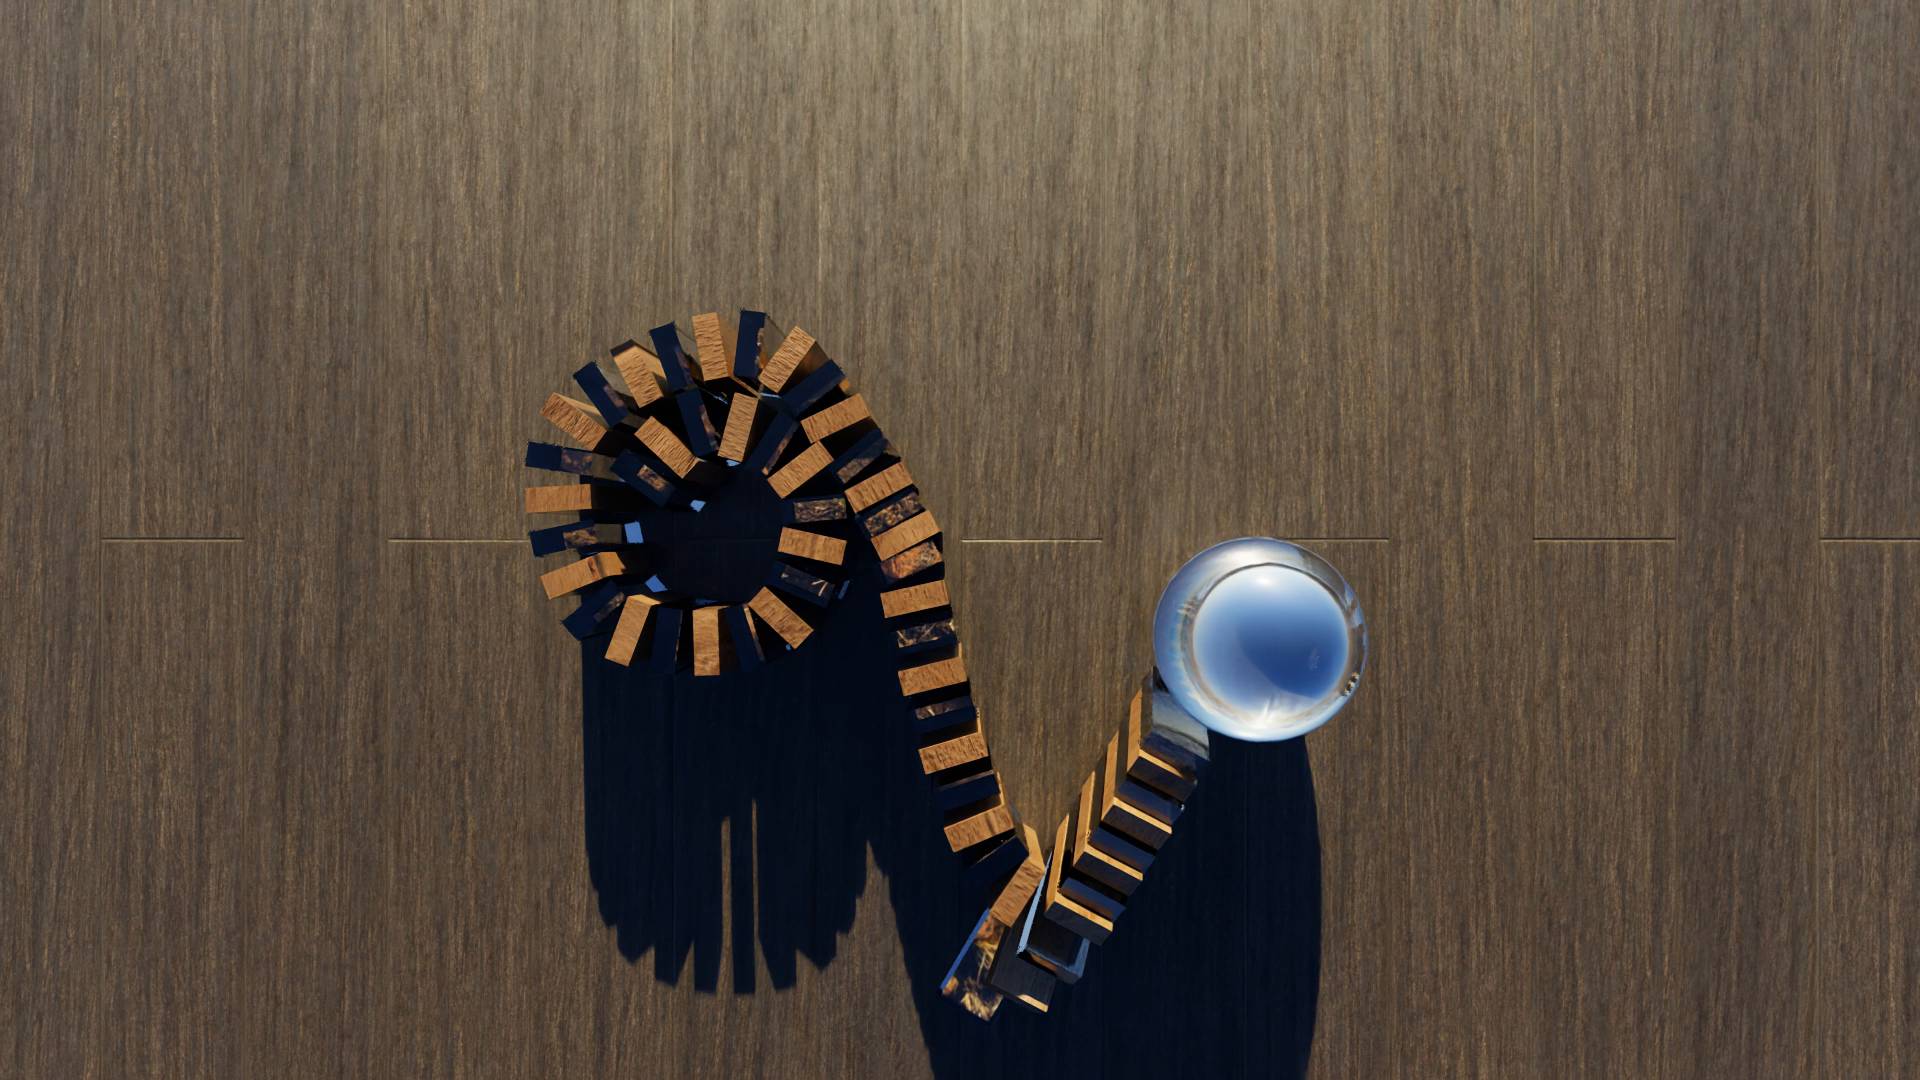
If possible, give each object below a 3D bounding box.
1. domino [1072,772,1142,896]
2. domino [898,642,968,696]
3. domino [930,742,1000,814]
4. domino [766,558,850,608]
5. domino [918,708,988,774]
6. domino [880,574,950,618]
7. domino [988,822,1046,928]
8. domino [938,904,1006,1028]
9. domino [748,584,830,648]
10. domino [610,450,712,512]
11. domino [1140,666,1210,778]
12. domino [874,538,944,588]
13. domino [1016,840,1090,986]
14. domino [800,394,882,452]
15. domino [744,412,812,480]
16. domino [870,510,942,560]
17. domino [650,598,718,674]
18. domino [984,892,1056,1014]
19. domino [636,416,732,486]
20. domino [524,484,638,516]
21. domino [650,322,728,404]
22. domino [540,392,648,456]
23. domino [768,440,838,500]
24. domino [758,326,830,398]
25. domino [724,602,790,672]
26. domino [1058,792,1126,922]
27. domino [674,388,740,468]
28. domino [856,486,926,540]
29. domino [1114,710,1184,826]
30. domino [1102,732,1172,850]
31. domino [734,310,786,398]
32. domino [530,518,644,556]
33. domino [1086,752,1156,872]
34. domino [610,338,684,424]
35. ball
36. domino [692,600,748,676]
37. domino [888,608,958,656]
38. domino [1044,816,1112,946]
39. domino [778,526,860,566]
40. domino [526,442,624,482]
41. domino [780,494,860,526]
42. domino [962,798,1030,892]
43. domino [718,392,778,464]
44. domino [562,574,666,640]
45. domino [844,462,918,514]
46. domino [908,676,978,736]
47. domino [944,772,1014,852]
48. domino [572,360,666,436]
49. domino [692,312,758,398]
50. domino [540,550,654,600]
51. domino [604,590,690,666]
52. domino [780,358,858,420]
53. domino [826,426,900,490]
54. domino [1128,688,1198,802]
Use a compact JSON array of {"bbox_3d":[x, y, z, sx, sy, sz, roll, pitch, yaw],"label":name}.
[{"bbox_3d":[0.062,0.119,0.375,0.025,0.050,0.009,27,115,0],"label":"domino"},{"bbox_3d":[-0.010,0.052,0.375,0.025,0.050,0.009,-14,90,0],"label":"domino"},{"bbox_3d":[0.002,0.096,0.375,0.025,0.050,0.009,-18,90,0],"label":"domino"},{"bbox_3d":[-0.061,0.017,0.375,0.025,0.050,0.009,23,90,0],"label":"domino"},{"bbox_3d":[-0.002,0.081,0.375,0.025,0.050,0.010,-17,90,0],"label":"domino"},{"bbox_3d":[-0.017,0.022,0.375,0.025,0.050,0.009,-12,90,0],"label":"domino"},{"bbox_3d":[0.022,0.135,0.375,0.010,0.050,0.025,32,90,0],"label":"domino"},{"bbox_3d":[0.014,0.180,0.395,0.025,0.009,0.050,31,90,0],"label":"domino"},{"bbox_3d":[-0.069,0.030,0.375,0.025,0.050,0.010,43,90,0],"label":"domino"},{"bbox_3d":[-0.121,-0.023,0.375,0.025,0.050,0.009,36,90,0],"label":"domino"},{"bbox_3d":[0.088,0.073,0.375,0.025,0.050,0.009,27,115,0],"label":"domino"},{"bbox_3d":[-0.020,0.009,0.375,0.025,0.050,0.010,-24,90,0],"label":"domino"},{"bbox_3d":[0.043,0.153,0.378,0.025,0.050,0.010,28,133,0],"label":"domino"},{"bbox_3d":[-0.048,-0.046,0.375,0.025,0.050,0.009,-26,90,0],"label":"domino"},{"bbox_3d":[-0.072,-0.036,0.375,0.009,0.050,0.025,33,90,0],"label":"domino"},{"bbox_3d":[-0.021,-0.002,0.375,0.025,0.050,0.009,-27,90,0],"label":"domino"},{"bbox_3d":[-0.112,0.038,0.375,0.010,0.050,0.025,8,90,0],"label":"domino"},{"bbox_3d":[0.031,0.166,0.382,0.025,0.009,0.050,28,55,0],"label":"domino"},{"bbox_3d":[-0.112,-0.035,0.375,0.025,0.050,0.009,43,90,0],"label":"domino"},{"bbox_3d":[-0.154,-0.016,0.375,0.025,0.050,0.009,-4,90,0],"label":"domino"},{"bbox_3d":[-0.110,-0.070,0.375,0.010,0.050,0.025,-20,90,0],"label":"domino"},{"bbox_3d":[-0.148,-0.045,0.375,0.025,0.050,0.010,36,90,0],"label":"domino"},{"bbox_3d":[-0.061,-0.027,0.375,0.025,0.050,0.009,-37,90,0],"label":"domino"},{"bbox_3d":[-0.066,-0.069,0.375,0.010,0.050,0.025,36,90,0],"label":"domino"},{"bbox_3d":[-0.082,0.037,0.375,0.010,0.050,0.025,-18,90,0],"label":"domino"},{"bbox_3d":[0.056,0.129,0.376,0.025,0.050,0.010,28,117,0],"label":"domino"},{"bbox_3d":[-0.100,-0.045,0.375,0.010,0.050,0.025,-18,90,0],"label":"domino"},{"bbox_3d":[-0.027,-0.010,0.375,0.025,0.050,0.009,-31,90,0],"label":"domino"},{"bbox_3d":[0.078,0.092,0.375,0.025,0.050,0.009,27,115,0],"label":"domino"},{"bbox_3d":[0.073,0.101,0.375,0.025,0.050,0.009,27,115,0],"label":"domino"},{"bbox_3d":[-0.080,-0.075,0.375,0.010,0.050,0.025,7,90,0],"label":"domino"},{"bbox_3d":[-0.151,-0.001,0.375,0.025,0.050,0.009,-12,90,0],"label":"domino"},{"bbox_3d":[0.067,0.110,0.375,0.025,0.050,0.010,27,115,0],"label":"domino"},{"bbox_3d":[-0.124,-0.064,0.375,0.009,0.050,0.025,-28,90,0],"label":"domino"},{"bbox_3d":[0.116,0.039,0.360,0.080,0.080,0.080,0,90,0],"label":"ball"},{"bbox_3d":[-0.097,0.039,0.375,0.009,0.050,0.025,-2,90,0],"label":"domino"},{"bbox_3d":[-0.014,0.037,0.375,0.025,0.050,0.010,-13,90,0],"label":"domino"},{"bbox_3d":[0.051,0.138,0.376,0.025,0.050,0.010,28,117,0],"label":"domino"},{"bbox_3d":[-0.057,0.002,0.375,0.025,0.050,0.009,13,90,0],"label":"domino"},{"bbox_3d":[-0.153,-0.031,0.375,0.025,0.050,0.010,8,90,0],"label":"domino"},{"bbox_3d":[-0.056,-0.012,0.375,0.025,0.050,0.010,-5,90,0],"label":"domino"},{"bbox_3d":[0.014,0.124,0.375,0.025,0.050,0.009,-35,90,0],"label":"domino"},{"bbox_3d":[-0.085,-0.043,0.375,0.010,0.050,0.025,15,90,0],"label":"domino"},{"bbox_3d":[-0.140,0.027,0.375,0.025,0.050,0.009,-41,90,0],"label":"domino"},{"bbox_3d":[-0.031,-0.020,0.375,0.025,0.050,0.010,-28,90,0],"label":"domino"},{"bbox_3d":[-0.007,0.067,0.375,0.025,0.050,0.009,-16,90,0],"label":"domino"},{"bbox_3d":[0.007,0.110,0.375,0.025,0.050,0.009,-22,90,0],"label":"domino"},{"bbox_3d":[-0.137,-0.056,0.375,0.009,0.050,0.025,-36,90,0],"label":"domino"},{"bbox_3d":[-0.095,-0.074,0.375,0.010,0.050,0.025,-11,90,0],"label":"domino"},{"bbox_3d":[-0.147,0.014,0.375,0.025,0.050,0.010,-22,90,0],"label":"domino"},{"bbox_3d":[-0.127,0.035,0.375,0.009,0.050,0.025,21,90,0],"label":"domino"},{"bbox_3d":[-0.056,-0.058,0.375,0.025,0.050,0.009,-38,90,0],"label":"domino"},{"bbox_3d":[-0.039,-0.032,0.375,0.025,0.050,0.009,-39,90,0],"label":"domino"},{"bbox_3d":[0.083,0.083,0.375,0.025,0.050,0.009,27,115,0],"label":"domino"}]
